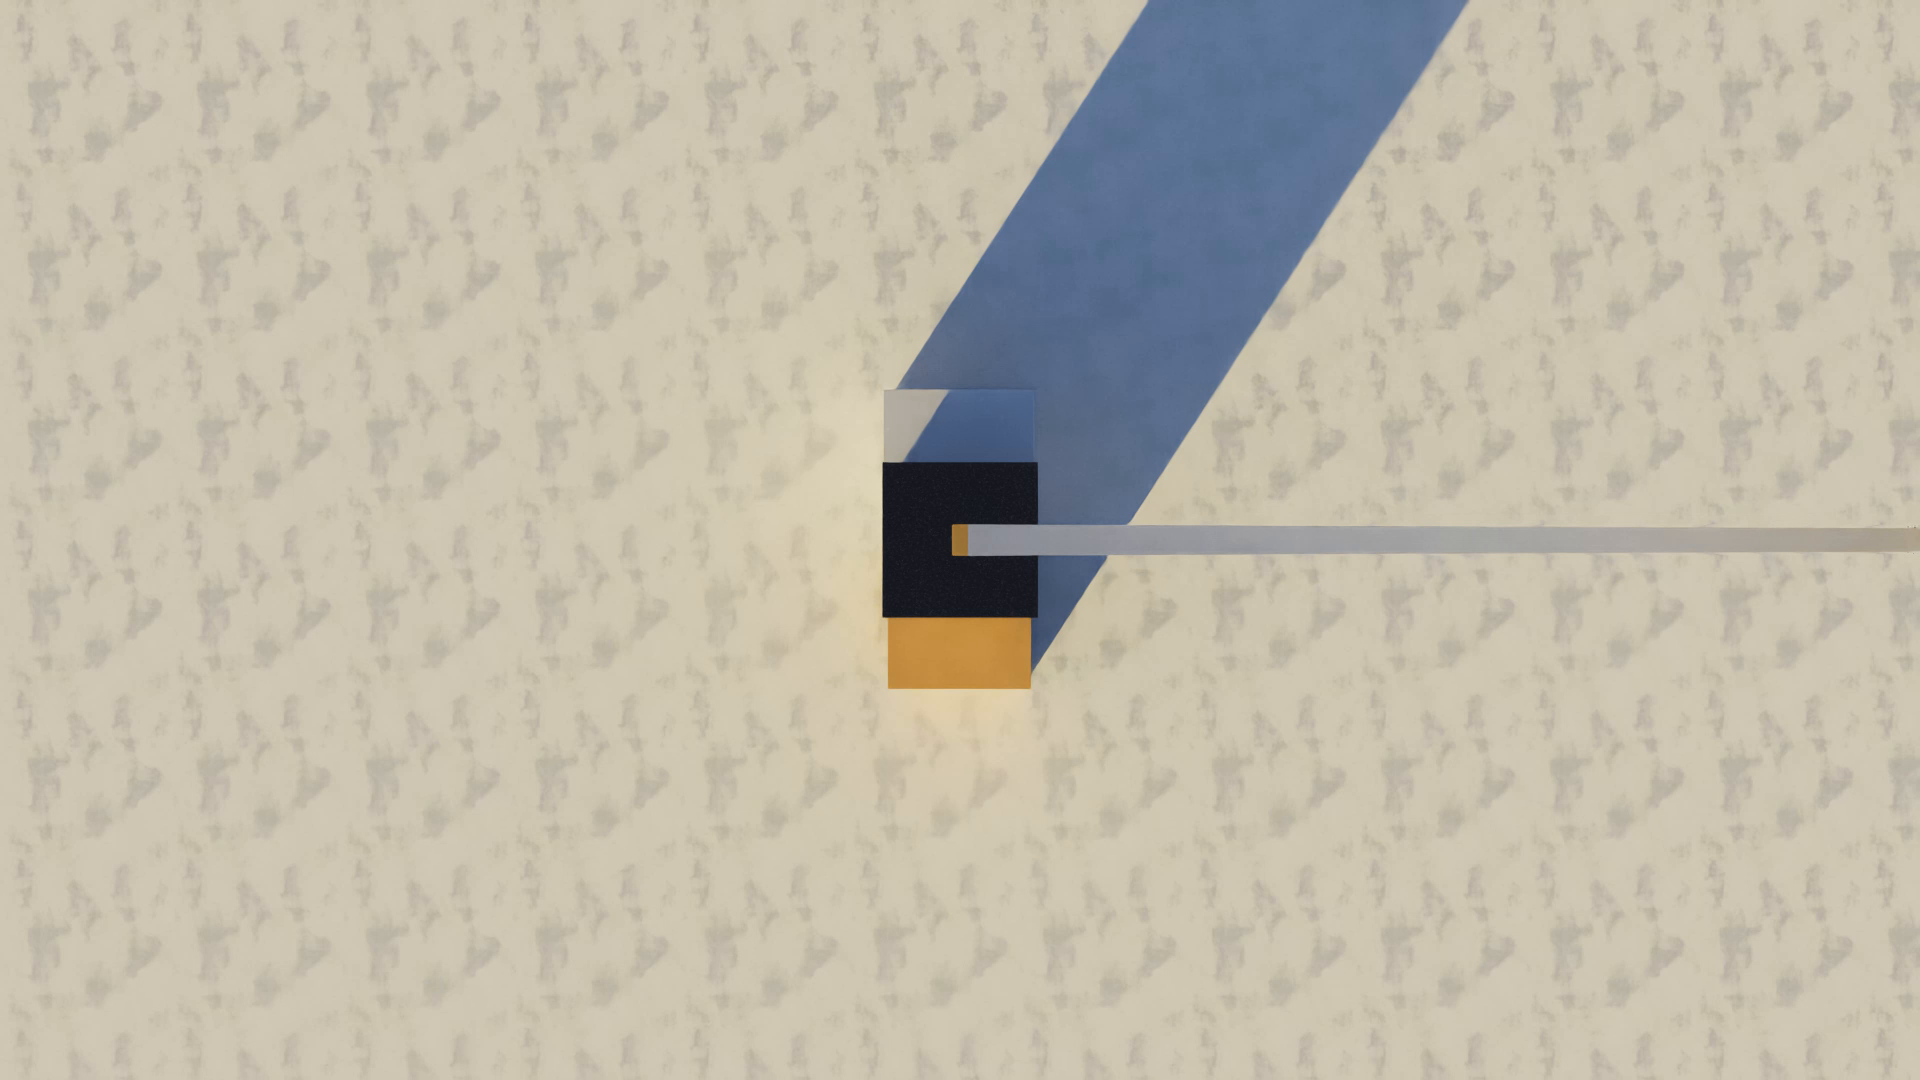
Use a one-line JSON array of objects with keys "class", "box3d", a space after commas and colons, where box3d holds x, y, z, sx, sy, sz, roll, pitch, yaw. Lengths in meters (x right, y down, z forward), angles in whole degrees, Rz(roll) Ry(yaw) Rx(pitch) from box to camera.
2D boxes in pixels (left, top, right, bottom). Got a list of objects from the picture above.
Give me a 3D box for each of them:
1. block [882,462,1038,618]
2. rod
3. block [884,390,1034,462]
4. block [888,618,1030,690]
[{"class": "block", "box3d": [0.000, 0.000, 11.066, 0.760, 0.647, 0.759, 0, 90, 0]}, {"class": "rod", "box3d": [2.234, 0.000, 6.976, 5.200, 0.080, 0.080, 0, 90, -31]}, {"class": "block", "box3d": [-0.007, -0.387, 12.578, 0.828, 0.843, 0.890, 0, 90, 0]}, {"class": "block", "box3d": [-0.003, 0.450, 12.640, 0.799, 0.721, 0.764, 0, 90, 0]}]
